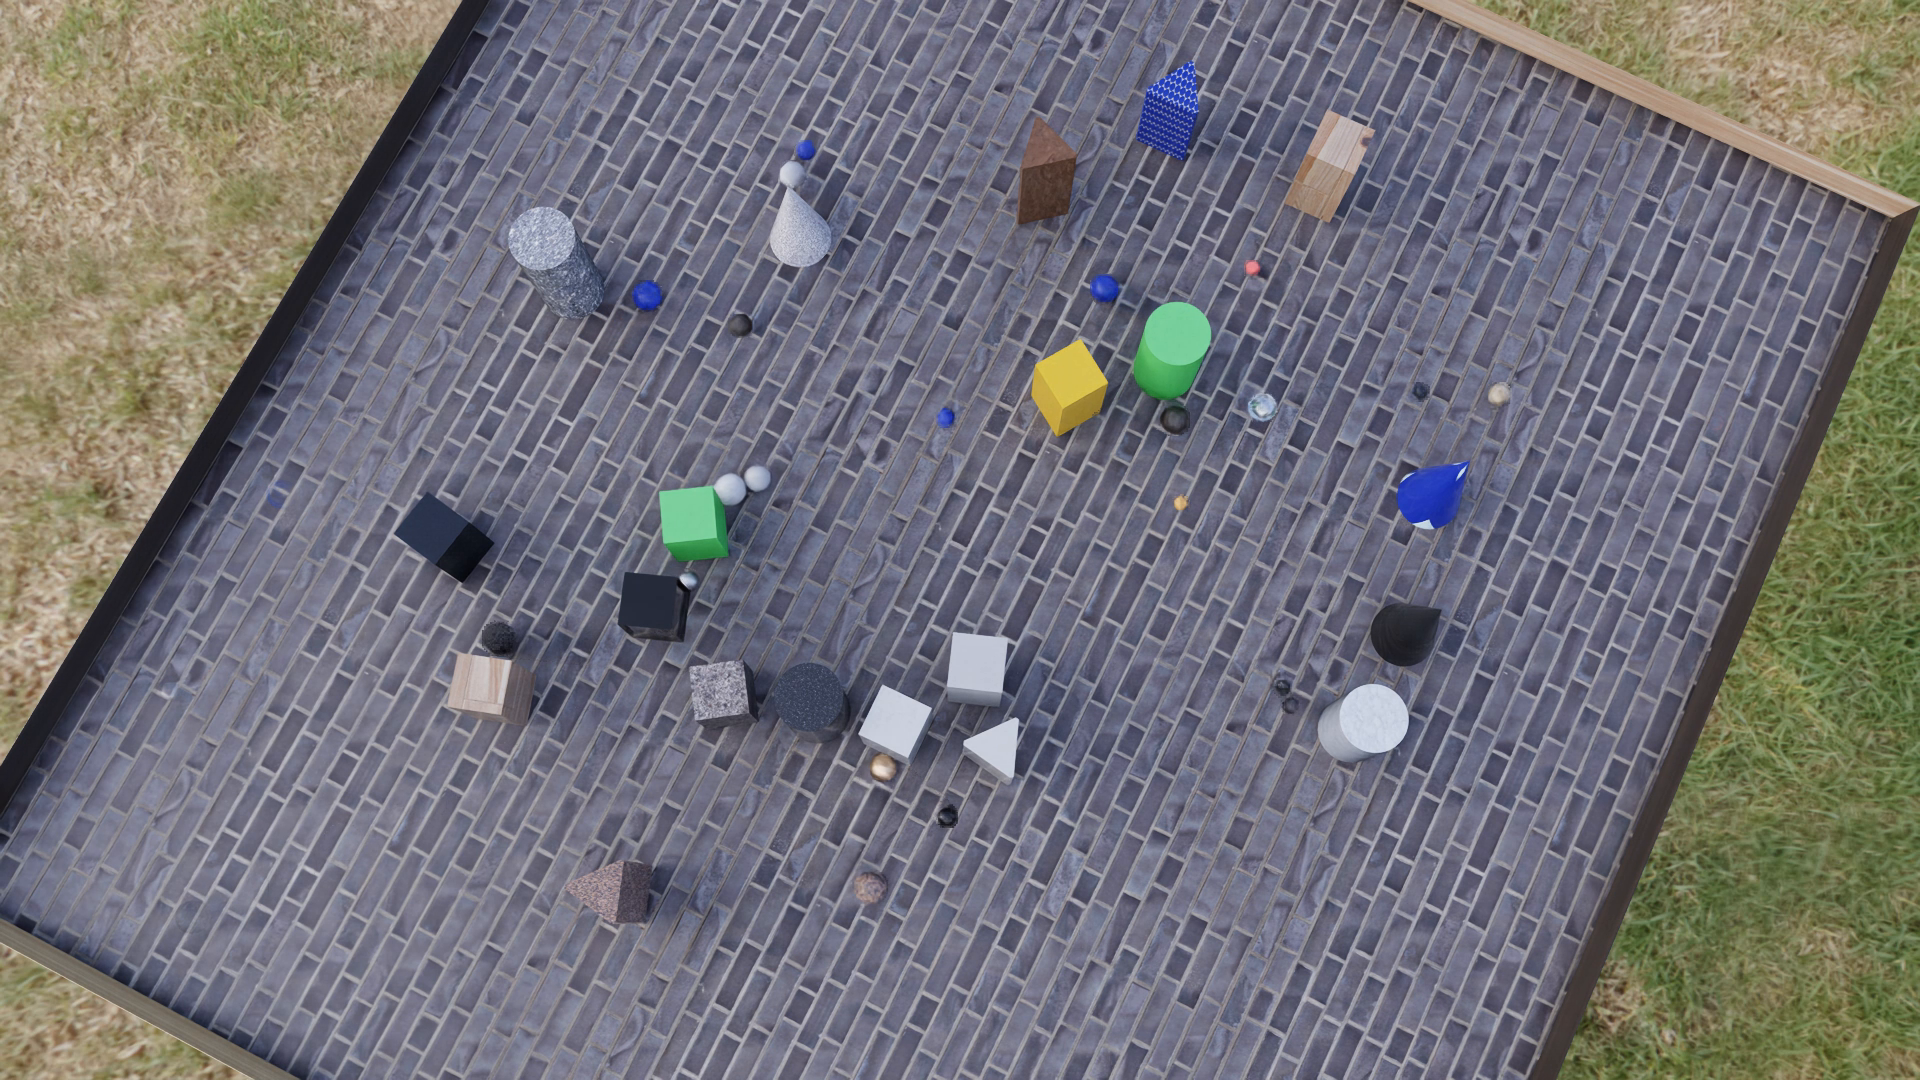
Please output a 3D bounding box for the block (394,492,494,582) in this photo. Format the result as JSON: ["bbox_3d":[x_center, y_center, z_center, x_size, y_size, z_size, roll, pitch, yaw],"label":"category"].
[{"bbox_3d":[-1.535,-0.005,5.465,0.156,0.299,0.156,35,81,7],"label":"block"}]

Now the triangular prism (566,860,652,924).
[{"bbox_3d":[-0.955,0.972,5.174,0.169,0.472,0.146,35,80,7],"label":"triangular prism"}]

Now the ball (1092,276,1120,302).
[{"bbox_3d":[0.455,-0.785,5.735,0.086,0.086,0.086,0,78,0],"label":"ball"}]

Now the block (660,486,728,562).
[{"bbox_3d":[-0.793,-0.046,5.482,0.156,0.282,0.156,-6,78,-1],"label":"block"}]

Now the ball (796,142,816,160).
[{"bbox_3d":[-0.490,-1.240,5.843,0.059,0.059,0.059,0,78,0],"label":"ball"}]

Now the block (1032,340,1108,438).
[{"bbox_3d":[0.328,-0.456,5.545,0.156,0.325,0.156,-30,80,-6],"label":"block"}]

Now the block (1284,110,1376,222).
[{"bbox_3d":[1.137,-1.149,5.657,0.156,0.386,0.156,25,79,5],"label":"block"}]

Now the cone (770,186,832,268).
[{"bbox_3d":[-0.506,-1.002,5.606,0.195,0.426,0.195,0,78,0],"label":"cone"}]

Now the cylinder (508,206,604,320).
[{"bbox_3d":[-1.218,-0.834,5.560,0.195,0.450,0.195,0,78,0],"label":"cylinder"}]

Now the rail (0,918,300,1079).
[{"bbox_3d":[-1.013,1.991,5.139,4.407,0.127,0.045,26,80,5],"label":"rail"}]

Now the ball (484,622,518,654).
[{"bbox_3d":[-1.381,0.296,5.506,0.097,0.097,0.097,0,78,0],"label":"ball"}]

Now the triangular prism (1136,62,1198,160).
[{"bbox_3d":[0.673,-1.352,5.716,0.169,0.352,0.146,26,80,5],"label":"triangular prism"}]

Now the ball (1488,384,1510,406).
[{"bbox_3d":[1.669,-0.449,5.675,0.068,0.068,0.068,0,78,0],"label":"ball"}]

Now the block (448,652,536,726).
[{"bbox_3d":[-1.366,0.440,5.365,0.156,0.314,0.156,8,78,2],"label":"block"}]

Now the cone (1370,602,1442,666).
[{"bbox_3d":[1.343,0.240,5.332,0.195,0.461,0.195,0,78,0],"label":"cone"}]

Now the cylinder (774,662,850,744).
[{"bbox_3d":[-0.426,0.478,5.336,0.195,0.355,0.195,0,78,0],"label":"cylinder"}]

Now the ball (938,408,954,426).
[{"bbox_3d":[-0.044,-0.381,5.668,0.054,0.054,0.054,0,78,0],"label":"ball"}]

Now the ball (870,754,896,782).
[{"bbox_3d":[-0.228,0.675,5.435,0.082,0.082,0.082,0,78,0],"label":"ball"}]

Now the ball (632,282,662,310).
[{"bbox_3d":[-0.977,-0.762,5.728,0.090,0.090,0.090,0,78,0],"label":"ball"}]

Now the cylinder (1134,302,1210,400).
[{"bbox_3d":[0.639,-0.569,5.551,0.195,0.360,0.195,0,78,0],"label":"cylinder"}]

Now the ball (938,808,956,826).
[{"bbox_3d":[-0.038,0.819,5.418,0.058,0.058,0.058,0,78,0],"label":"ball"}]

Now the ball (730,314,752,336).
[{"bbox_3d":[-0.682,-0.671,5.720,0.070,0.070,0.070,0,78,0],"label":"ball"}]

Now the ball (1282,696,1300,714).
[{"bbox_3d":[0.990,0.495,5.488,0.051,0.051,0.051,0,78,0],"label":"ball"}]

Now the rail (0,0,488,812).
[{"bbox_3d":[-1.950,-0.948,5.747,0.045,0.127,4.579,26,80,5],"label":"rail"}]

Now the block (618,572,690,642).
[{"bbox_3d":[-0.907,0.202,5.446,0.156,0.253,0.156,6,78,1],"label":"block"}]

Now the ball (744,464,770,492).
[{"bbox_3d":[-0.621,-0.190,5.615,0.081,0.081,0.081,0,78,0],"label":"ball"}]

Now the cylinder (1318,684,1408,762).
[{"bbox_3d":[1.171,0.537,5.340,0.195,0.325,0.195,0,78,0],"label":"cylinder"}]

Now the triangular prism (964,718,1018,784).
[{"bbox_3d":[0.121,0.595,5.340,0.169,0.301,0.146,35,80,7],"label":"triangular prism"}]

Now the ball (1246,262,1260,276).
[{"bbox_3d":[0.922,-0.855,5.771,0.045,0.045,0.045,0,78,0],"label":"ball"}]

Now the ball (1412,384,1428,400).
[{"bbox_3d":[1.429,-0.459,5.688,0.046,0.046,0.046,0,78,0],"label":"ball"}]

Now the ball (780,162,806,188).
[{"bbox_3d":[-0.531,-1.158,5.814,0.083,0.083,0.083,0,78,0],"label":"ball"}]

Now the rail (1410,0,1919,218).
[{"bbox_3d":[1.013,-1.978,5.960,4.407,0.127,0.045,26,80,5],"label":"rail"}]

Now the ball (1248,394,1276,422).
[{"bbox_3d":[0.934,-0.410,5.658,0.086,0.086,0.086,0,78,0],"label":"ball"}]

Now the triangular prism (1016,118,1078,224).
[{"bbox_3d":[0.246,-1.138,5.626,0.169,0.443,0.146,-13,79,-3],"label":"triangular prism"}]

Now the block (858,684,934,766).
[{"bbox_3d":[-0.184,0.544,5.350,0.156,0.301,0.156,25,79,5],"label":"block"}]

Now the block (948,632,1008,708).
[{"bbox_3d":[0.050,0.382,5.354,0.156,0.360,0.156,6,78,1],"label":"block"}]

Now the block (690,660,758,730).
[{"bbox_3d":[-0.692,0.457,5.390,0.156,0.258,0.156,-8,78,-2],"label":"block"}]

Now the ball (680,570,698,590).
[{"bbox_3d":[-0.823,0.123,5.561,0.058,0.058,0.058,0,78,0],"label":"ball"}]

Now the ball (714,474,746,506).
[{"bbox_3d":[-0.702,-0.155,5.599,0.098,0.098,0.098,0,78,0],"label":"ball"}]

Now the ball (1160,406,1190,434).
[{"bbox_3d":[0.662,-0.371,5.648,0.088,0.088,0.088,0,78,0],"label":"ball"}]

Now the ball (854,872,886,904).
[{"bbox_3d":[-0.263,1.016,5.358,0.095,0.095,0.095,0,78,0],"label":"ball"}]

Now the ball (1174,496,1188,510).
[{"bbox_3d":[0.677,-0.112,5.618,0.043,0.043,0.043,0,78,0],"label":"ball"}]

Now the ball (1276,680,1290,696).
[{"bbox_3d":[0.969,0.444,5.502,0.045,0.045,0.045,0,78,0],"label":"ball"}]

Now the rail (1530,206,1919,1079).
[{"bbox_3d":[1.950,0.961,5.352,0.045,0.127,4.579,26,80,5],"label":"rail"}]

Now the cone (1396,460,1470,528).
[{"bbox_3d":[1.443,-0.177,5.413,0.195,0.471,0.195,0,78,0],"label":"cone"}]
